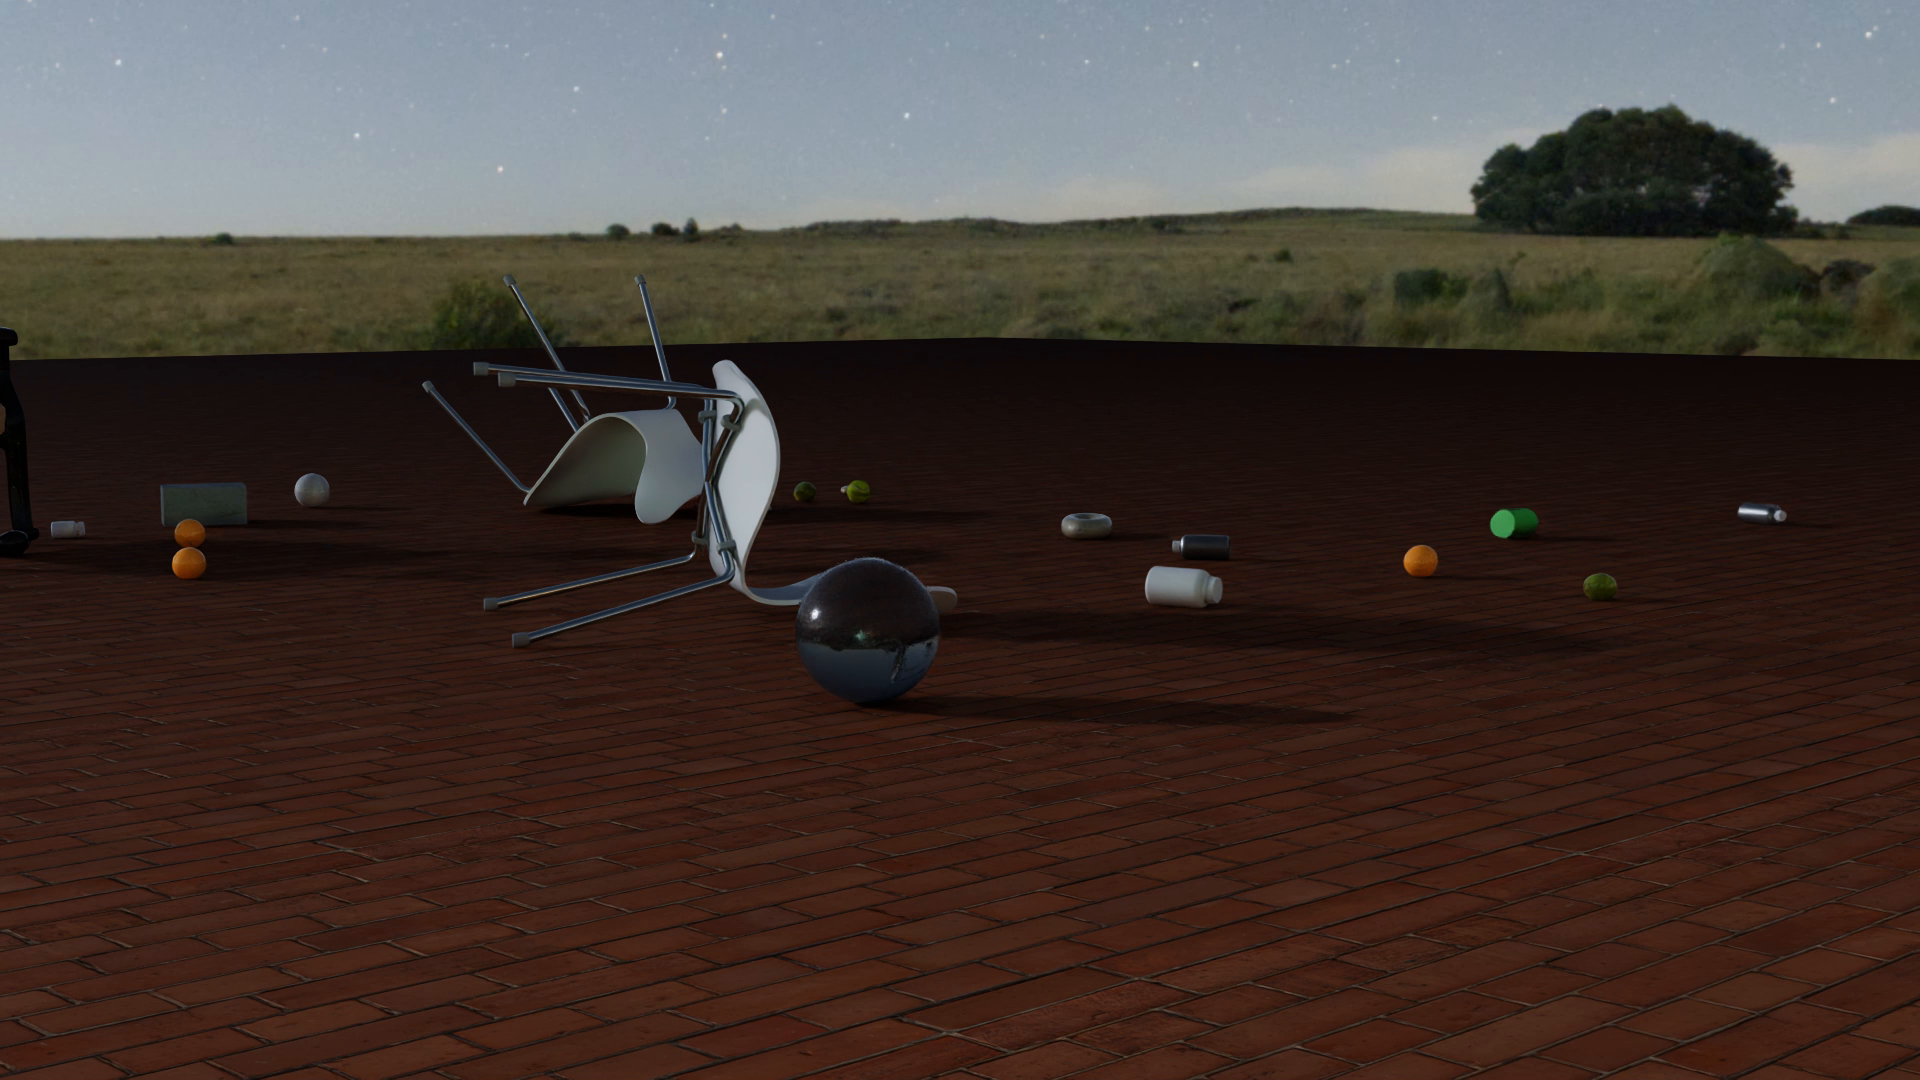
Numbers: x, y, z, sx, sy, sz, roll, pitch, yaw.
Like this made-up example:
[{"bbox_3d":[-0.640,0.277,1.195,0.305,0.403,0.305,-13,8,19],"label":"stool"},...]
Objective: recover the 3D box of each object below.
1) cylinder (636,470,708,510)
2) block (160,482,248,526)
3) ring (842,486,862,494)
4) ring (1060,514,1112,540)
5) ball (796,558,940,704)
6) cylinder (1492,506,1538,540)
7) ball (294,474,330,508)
[{"bbox_3d":[-0.817,-0.143,7.275,0.167,0.104,0.117,-18,15,-31],"label":"cylinder"},{"bbox_3d":[-2.019,-0.095,6.849,0.211,0.100,0.155,-2,6,-20],"label":"block"},{"bbox_3d":[-0.330,-0.151,7.774,0.060,0.022,0.106,2,7,10],"label":"ring"},{"bbox_3d":[0.321,-0.034,6.499,0.131,0.052,0.226,2,7,8],"label":"ring"},{"bbox_3d":[-0.142,0.141,3.955,0.224,0.224,0.224,0,6,0],"label":"ball"},{"bbox_3d":[1.396,-0.041,6.460,0.073,0.070,0.096,-14,-6,-21],"label":"cylinder"},{"bbox_3d":[-1.841,-0.140,7.293,0.099,0.099,0.099,0,6,0],"label":"ball"}]
